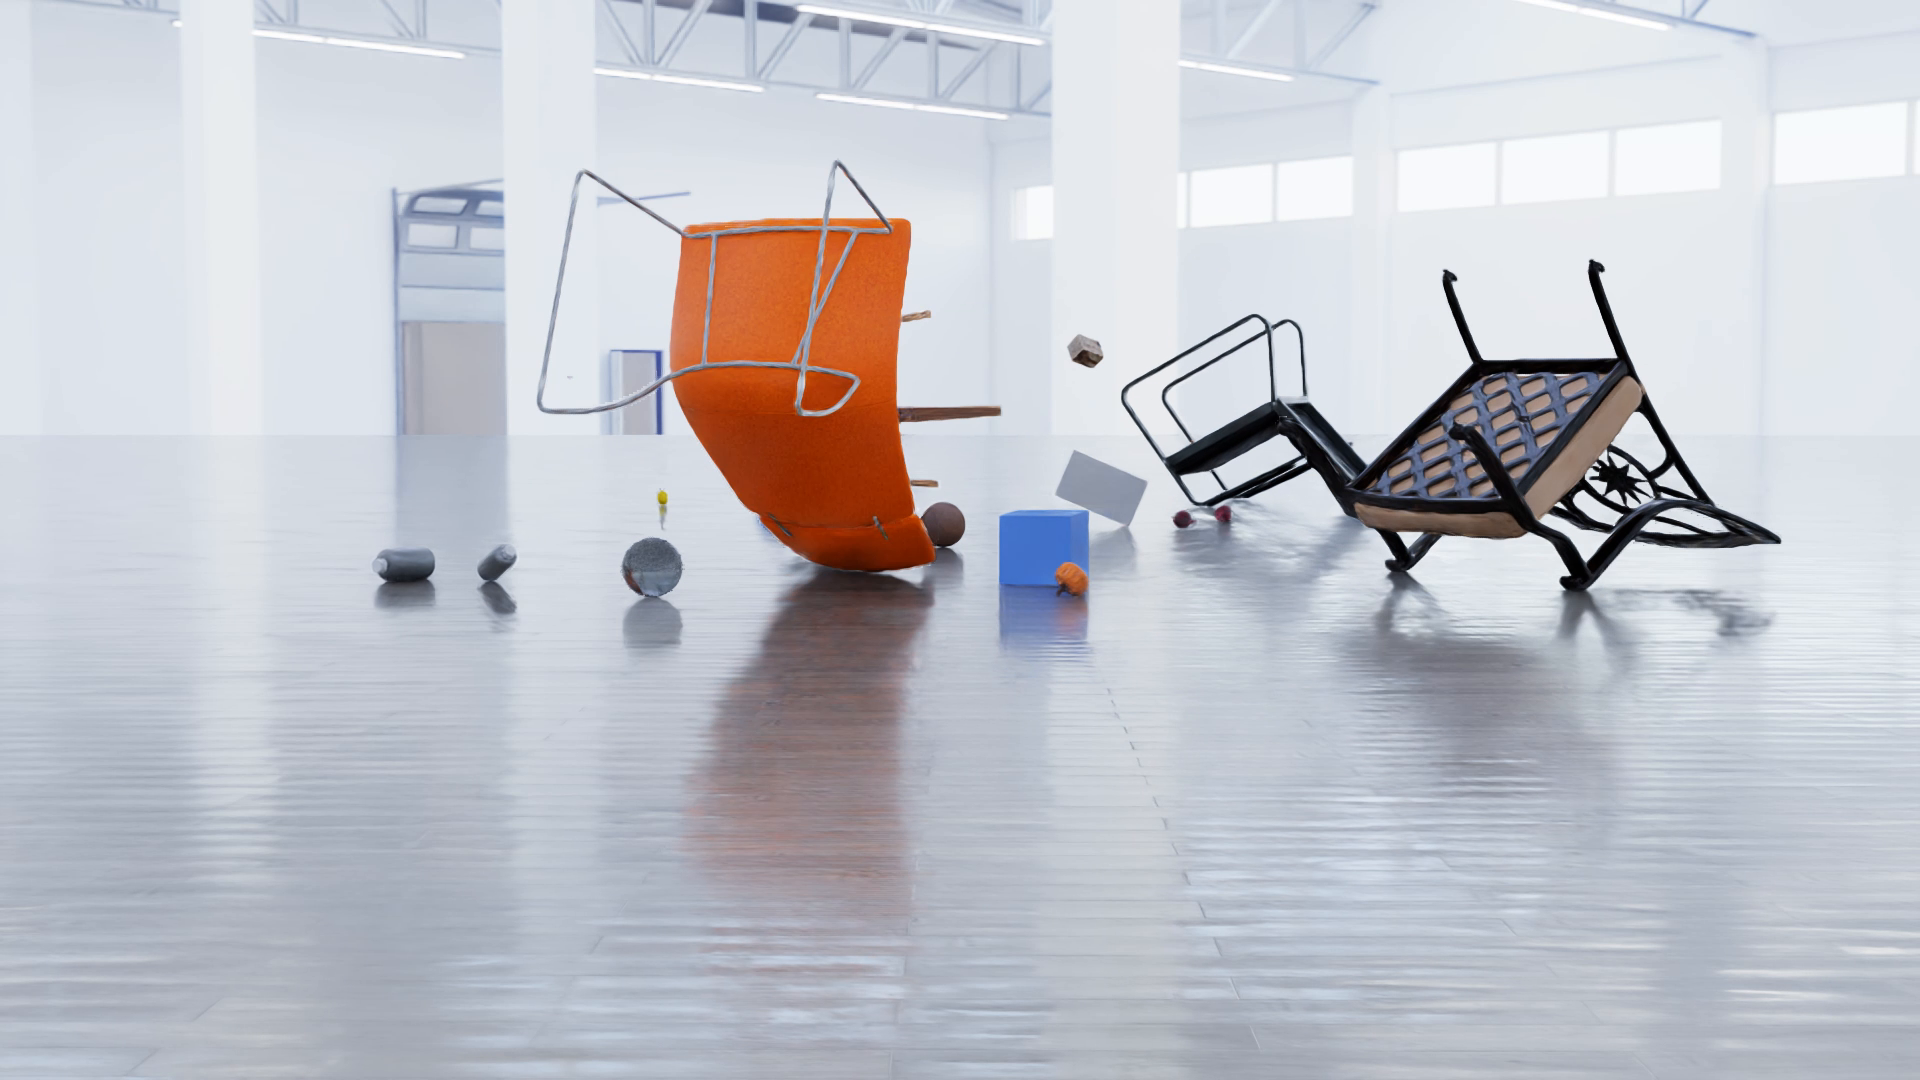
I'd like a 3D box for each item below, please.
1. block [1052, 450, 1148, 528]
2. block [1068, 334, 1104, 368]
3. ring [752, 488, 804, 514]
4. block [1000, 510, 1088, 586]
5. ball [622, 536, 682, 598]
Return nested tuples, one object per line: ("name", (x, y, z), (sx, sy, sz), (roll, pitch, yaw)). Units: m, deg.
("block", (0.458, -0.171, 7.189), (0.265, 0.161, 0.114), (23, 3, -2))
("block", (0.438, -0.658, 7.667), (0.095, 0.075, 0.066), (17, -47, -33))
("ring", (-0.649, -0.139, 7.848), (0.242, 0.086, 0.039), (-10, -20, 35))
("block", (0.200, 0.015, 5.176), (0.166, 0.158, 0.265), (1, 4, 12))
("ball", (-0.663, 0.059, 4.737), (0.131, 0.131, 0.131), (0, 4, 0))
